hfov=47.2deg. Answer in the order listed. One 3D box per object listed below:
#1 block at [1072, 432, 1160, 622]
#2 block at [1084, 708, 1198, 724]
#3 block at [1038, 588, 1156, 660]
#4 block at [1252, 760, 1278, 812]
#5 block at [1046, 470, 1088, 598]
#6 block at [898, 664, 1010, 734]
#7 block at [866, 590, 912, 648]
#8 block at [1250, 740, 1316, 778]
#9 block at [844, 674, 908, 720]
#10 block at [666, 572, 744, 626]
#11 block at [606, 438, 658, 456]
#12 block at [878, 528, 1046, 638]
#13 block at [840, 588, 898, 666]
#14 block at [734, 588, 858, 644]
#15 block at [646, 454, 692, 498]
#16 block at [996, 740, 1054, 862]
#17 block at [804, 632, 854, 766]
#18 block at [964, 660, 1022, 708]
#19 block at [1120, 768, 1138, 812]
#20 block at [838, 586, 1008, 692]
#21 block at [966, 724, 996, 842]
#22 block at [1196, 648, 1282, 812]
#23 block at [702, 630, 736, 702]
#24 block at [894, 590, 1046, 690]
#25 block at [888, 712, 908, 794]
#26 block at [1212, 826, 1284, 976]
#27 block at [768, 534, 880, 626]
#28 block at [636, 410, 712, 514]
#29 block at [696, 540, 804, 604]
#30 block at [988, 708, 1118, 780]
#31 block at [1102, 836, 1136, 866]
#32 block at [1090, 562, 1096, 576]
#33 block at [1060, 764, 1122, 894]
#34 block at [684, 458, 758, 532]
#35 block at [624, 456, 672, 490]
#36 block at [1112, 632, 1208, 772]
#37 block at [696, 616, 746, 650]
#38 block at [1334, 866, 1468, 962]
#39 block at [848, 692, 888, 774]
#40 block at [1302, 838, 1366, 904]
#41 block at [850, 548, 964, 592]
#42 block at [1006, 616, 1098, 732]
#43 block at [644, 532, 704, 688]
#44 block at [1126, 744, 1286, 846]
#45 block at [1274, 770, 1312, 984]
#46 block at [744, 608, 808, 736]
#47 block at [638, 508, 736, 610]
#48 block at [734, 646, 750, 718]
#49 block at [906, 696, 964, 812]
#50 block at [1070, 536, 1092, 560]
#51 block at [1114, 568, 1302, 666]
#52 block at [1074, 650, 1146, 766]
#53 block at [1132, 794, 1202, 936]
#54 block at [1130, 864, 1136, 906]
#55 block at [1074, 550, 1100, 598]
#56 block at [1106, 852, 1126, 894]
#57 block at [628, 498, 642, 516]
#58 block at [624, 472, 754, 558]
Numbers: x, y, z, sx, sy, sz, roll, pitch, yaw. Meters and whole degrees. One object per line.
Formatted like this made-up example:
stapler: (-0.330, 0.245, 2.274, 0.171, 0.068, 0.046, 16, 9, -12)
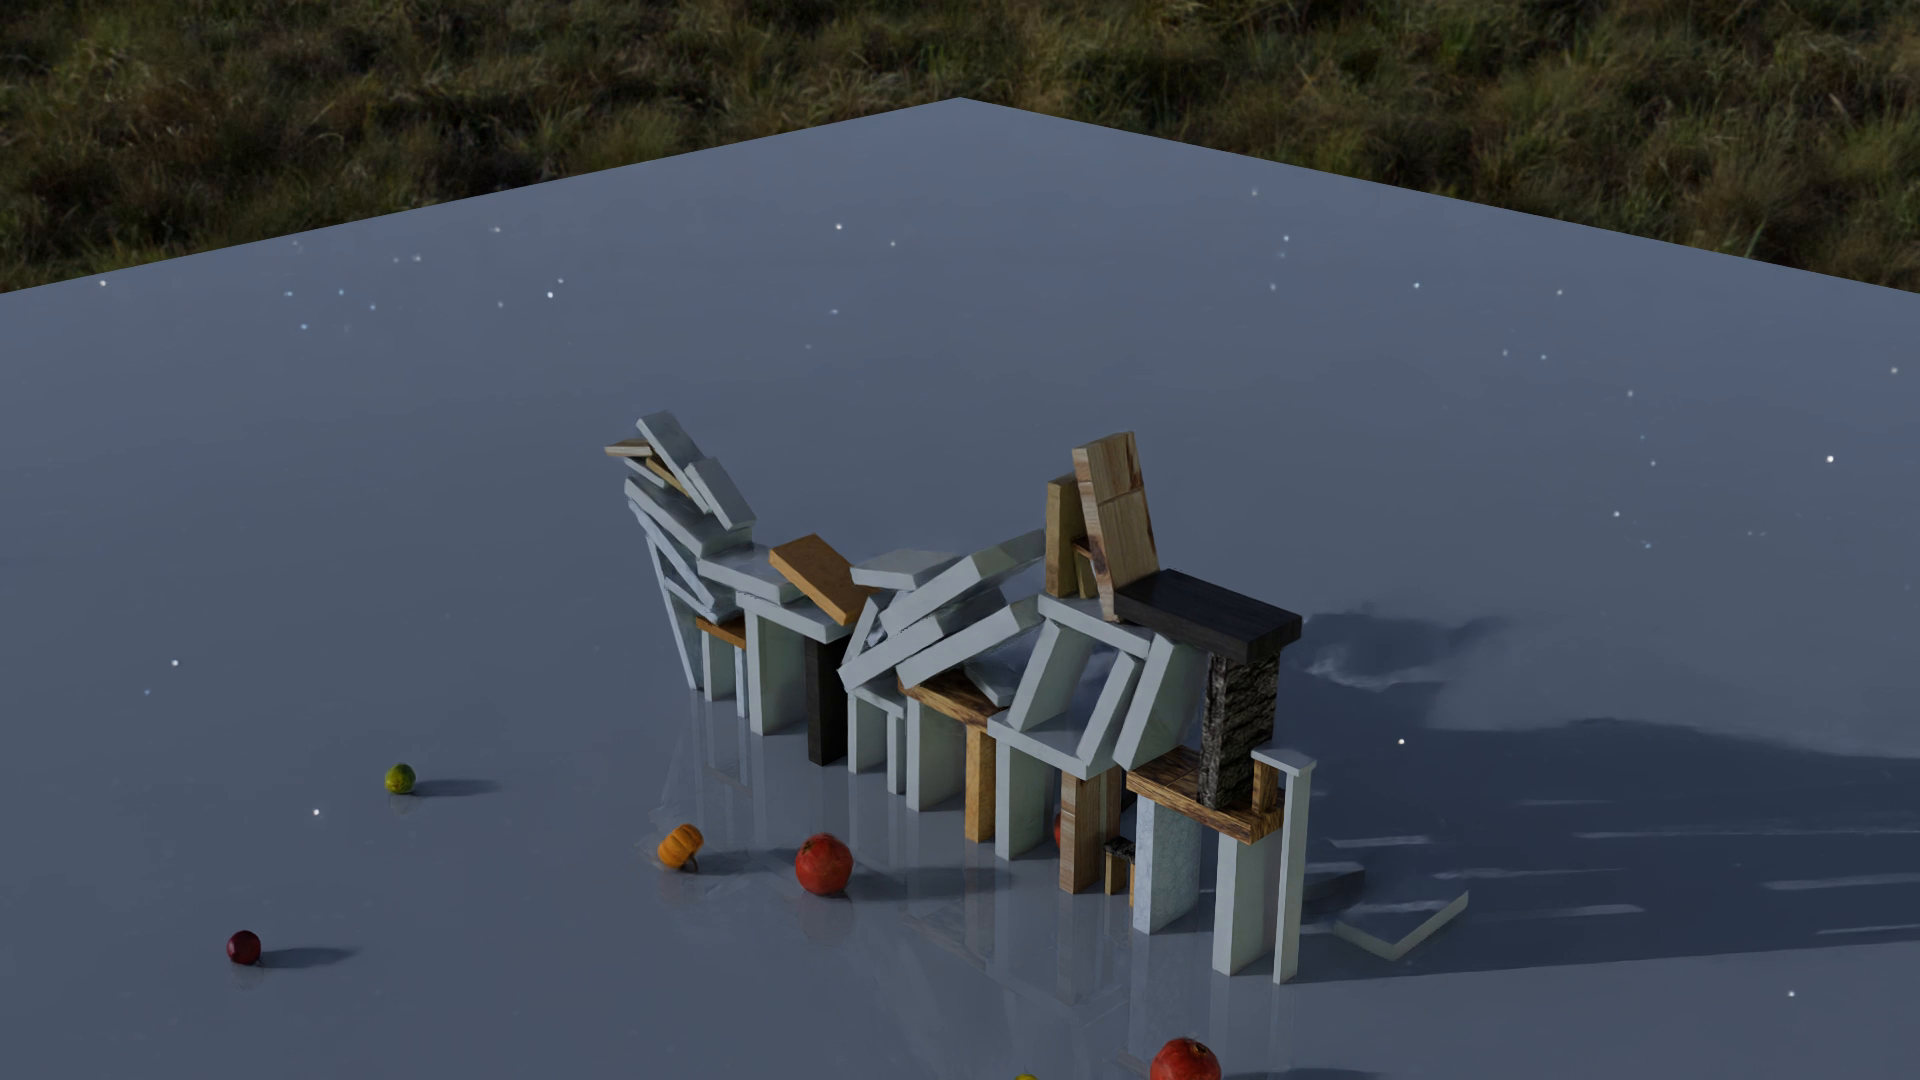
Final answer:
block: (0.283, -0.024, 3.905, 0.126, 0.315, 0.036, -21, 15, -40)
block: (0.352, 0.405, 4.767, 0.337, 0.031, 0.108, -15, 27, -32)
block: (0.284, 0.137, 3.972, 0.135, 0.038, 0.269, -21, 32, -40)
block: (0.531, 0.419, 3.820, 0.051, 0.102, 0.014, -21, 31, -40)
block: (0.204, -0.015, 3.997, 0.031, 0.217, 0.108, 20, 30, 39)
block: (0.010, 0.304, 4.345, 0.127, 0.036, 0.254, -21, 31, -40)
block: (-0.116, 0.147, 4.420, 0.085, 0.170, 0.024, -14, 58, -45)
block: (0.556, 0.375, 3.775, 0.102, 0.014, 0.051, 21, 31, 40)
block: (-0.144, 0.312, 4.519, 0.092, 0.026, 0.185, -20, 30, -39)
block: (-0.564, 0.123, 4.883, 0.175, 0.025, 0.087, 35, 39, 30)
block: (-0.715, -0.207, 4.902, 0.143, 0.020, 0.072, 1, 17, 37)
block: (0.007, 0.084, 4.227, 0.180, 0.051, 0.359, -20, -8, -36)
block: (-0.159, 0.177, 4.493, 0.121, 0.242, 0.034, -24, 64, -33)
block: (-0.326, 0.137, 4.639, 0.144, 0.041, 0.289, -21, 30, -40)
block: (-0.616, -0.146, 4.840, 0.143, 0.020, 0.072, 35, 35, 22)
block: (0.127, 0.486, 4.289, 0.036, 0.256, 0.128, 21, 31, 40)
block: (-0.256, 0.319, 4.640, 0.144, 0.289, 0.041, -21, 30, -41)
block: (0.079, 0.281, 4.314, 0.083, 0.023, 0.166, -4, 21, -23)
block: (0.341, 0.492, 4.563, 0.108, 0.031, 0.217, 14, 27, 29)
block: (-0.076, 0.200, 4.386, 0.180, 0.051, 0.359, -20, -8, -40)
block: (0.070, 0.461, 4.349, 0.127, 0.254, 0.036, -21, 32, -40)
block: (0.486, 0.309, 3.825, 0.149, 0.298, 0.042, -21, 33, -41)
block: (-0.533, 0.268, 4.911, 0.024, 0.171, 0.086, 21, 31, 41)
block: (0.056, 0.182, 4.223, 0.180, 0.051, 0.399, -21, -6, -39)
block: (-0.107, 0.424, 4.525, 0.092, 0.184, 0.026, -21, 32, -40)
block: (0.517, 0.625, 3.928, 0.040, 0.282, 0.141, 21, 31, 41)
block: (-0.275, 0.081, 4.590, 0.121, 0.034, 0.242, -22, 49, -40)
block: (-0.599, -0.173, 4.809, 0.085, 0.024, 0.259, -24, 70, -48)
block: (-0.422, 0.066, 4.709, 0.140, 0.040, 0.281, -21, 27, -40)
block: (0.188, 0.375, 4.176, 0.128, 0.036, 0.256, -21, 31, -40)
block: (0.318, 0.585, 4.133, 0.091, 0.013, 0.045, 21, 31, 41)
block: (0.268, 0.074, 3.961, 0.045, 0.090, 0.013, -21, 3, -40)
block: (0.248, 0.534, 4.176, 0.128, 0.256, 0.036, -20, 30, -40)
block: (-0.517, -0.100, 4.756, 0.170, 0.024, 0.085, 55, 33, 13)
block: (-0.675, -0.161, 4.893, 0.143, 0.020, 0.072, 32, 37, 34)
block: (0.375, 0.268, 3.927, 0.149, 0.298, 0.042, -21, 49, -40)
block: (-0.492, 0.193, 4.836, 0.171, 0.024, 0.086, 21, 31, 41)
block: (0.820, 0.692, 4.083, 0.126, 0.036, 0.252, 20, 30, 39)
block: (-0.192, 0.390, 4.605, 0.026, 0.184, 0.092, 23, 32, 40)
block: (0.632, 0.644, 4.197, 0.252, 0.036, 0.126, -11, 26, -25)
block: (-0.104, 0.058, 4.360, 0.121, 0.034, 0.242, -22, 14, -30)
block: (0.182, 0.234, 4.125, 0.135, 0.269, 0.038, -21, 53, -40)
block: (-0.618, 0.146, 4.965, 0.087, 0.370, 0.025, -21, 9, -41)
block: (0.450, 0.451, 3.926, 0.141, 0.040, 0.282, -21, 31, -41)
block: (0.580, 0.585, 3.839, 0.014, 0.423, 0.051, 21, 31, 41)
block: (-0.392, 0.266, 4.764, 0.144, 0.289, 0.041, -21, 31, -41)
block: (-0.573, 0.023, 4.859, 0.140, 0.040, 0.281, -22, 62, -40)
block: (-0.452, 0.299, 4.837, 0.024, 0.171, 0.086, 21, 31, 41)
block: (-0.050, 0.414, 4.459, 0.127, 0.254, 0.036, -21, 32, -40)
block: (0.245, 0.020, 3.958, 0.045, 0.013, 0.090, -17, 36, -35)
block: (0.427, 0.130, 3.812, 0.149, 0.042, 0.298, -21, 30, -40)
block: (0.308, 0.286, 4.010, 0.135, 0.269, 0.038, -21, 54, -40)
block: (0.384, 0.573, 4.050, 0.040, 0.282, 0.141, 21, 31, 41)
block: (0.339, 0.641, 4.133, 0.013, 0.091, 0.045, 21, 31, 41)
block: (0.233, 0.056, 3.994, 0.045, 0.090, 0.013, -18, 14, -36)
block: (0.296, 0.624, 4.173, 0.013, 0.091, 0.045, 21, 31, 41)
block: (-0.656, -0.039, 4.923, 0.087, 0.025, 0.175, -24, 64, -41)
block: (-0.599, -0.069, 4.848, 0.140, 0.040, 0.281, -21, 47, -39)
